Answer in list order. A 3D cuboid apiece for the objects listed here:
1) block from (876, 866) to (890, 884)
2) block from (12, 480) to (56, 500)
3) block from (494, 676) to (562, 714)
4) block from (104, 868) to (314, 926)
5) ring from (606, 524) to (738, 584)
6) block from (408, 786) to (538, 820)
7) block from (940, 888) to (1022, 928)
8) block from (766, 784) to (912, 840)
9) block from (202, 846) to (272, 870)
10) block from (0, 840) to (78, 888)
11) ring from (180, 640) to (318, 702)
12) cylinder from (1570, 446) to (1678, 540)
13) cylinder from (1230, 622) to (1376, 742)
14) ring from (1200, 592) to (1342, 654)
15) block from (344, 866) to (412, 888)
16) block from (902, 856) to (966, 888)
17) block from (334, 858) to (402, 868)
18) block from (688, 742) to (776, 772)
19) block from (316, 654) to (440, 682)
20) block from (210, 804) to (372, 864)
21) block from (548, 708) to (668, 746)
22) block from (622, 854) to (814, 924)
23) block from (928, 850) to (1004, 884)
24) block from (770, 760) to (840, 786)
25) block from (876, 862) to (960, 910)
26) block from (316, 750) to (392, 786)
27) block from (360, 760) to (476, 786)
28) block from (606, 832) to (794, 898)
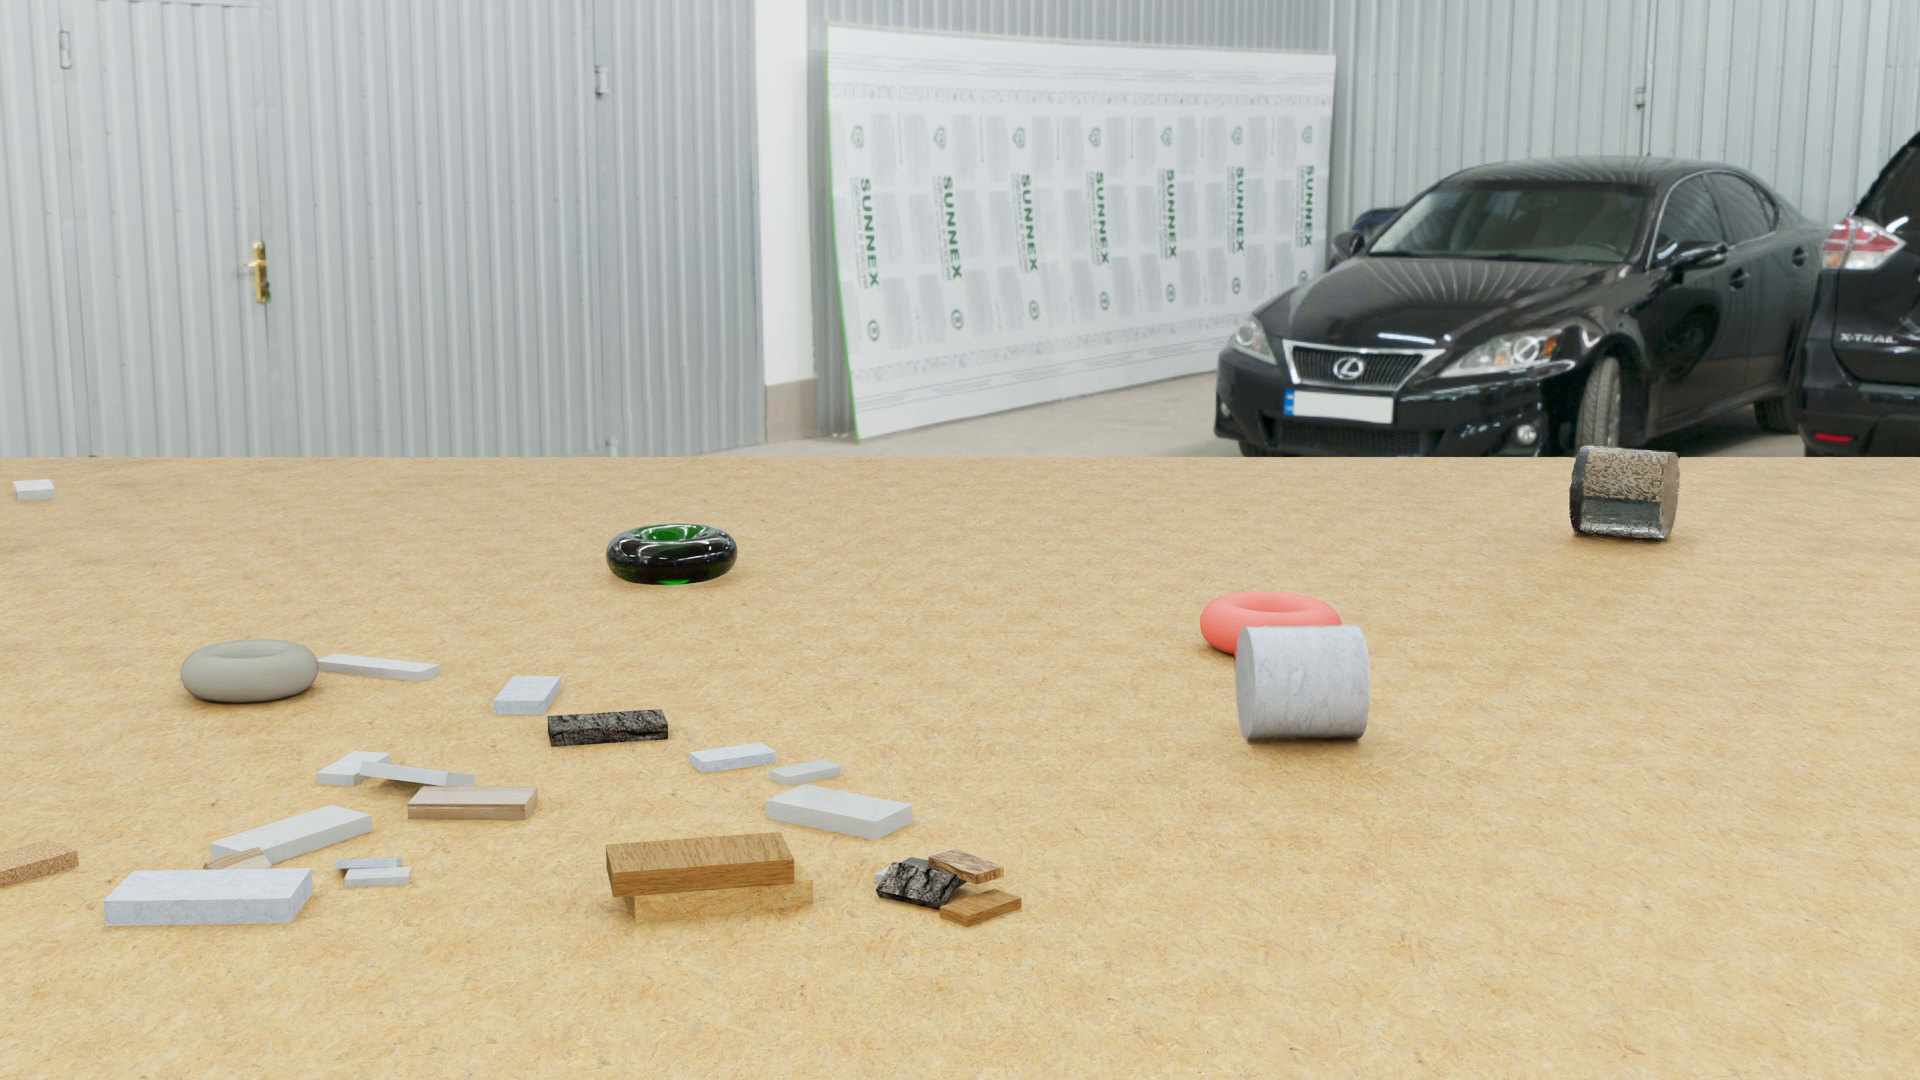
[{"bbox_3d":[-0.075,0.573,3.711,0.122,0.017,0.061,6,12,31],"label":"block"},{"bbox_3d":[-3.241,-0.175,7.697,0.121,0.034,0.241,-5,12,-26],"label":"block"},{"bbox_3d":[-0.963,0.345,4.902,0.109,0.031,0.218,0,11,0],"label":"block"},{"bbox_3d":[-1.225,0.583,3.595,0.293,0.042,0.147,0,11,-3],"label":"block"},{"bbox_3d":[-0.825,0.039,6.298,0.377,0.126,0.377,-1,11,0],"label":"ring"},{"bbox_3d":[-0.910,0.492,4.113,0.218,0.031,0.109,0,11,1],"label":"block"},{"bbox_3d":[0.034,0.598,3.578,0.126,0.018,0.063,-10,15,-44],"label":"block"},{"bbox_3d":[-0.223,0.500,4.057,0.245,0.034,0.121,6,12,31],"label":"block"},{"bbox_3d":[-1.224,0.557,3.730,0.052,0.015,0.103,48,34,22],"label":"block"},{"bbox_3d":[-1.624,0.559,3.759,0.098,0.028,0.195,8,13,37],"label":"block"},{"bbox_3d":[-1.610,0.296,4.986,0.300,0.100,0.300,1,9,0],"label":"ring"},{"bbox_3d":[2.083,-0.148,6.892,0.275,0.275,0.275,6,12,28],"label":"cylinder"},{"bbox_3d":[0.713,0.298,4.595,0.236,0.236,0.236,6,9,-10],"label":"cylinder"},{"bbox_3d":[0.764,0.209,5.407,0.348,0.116,0.348,1,11,0],"label":"ring"},{"bbox_3d":[-0.987,0.571,3.729,0.103,0.015,0.052,-1,11,-8],"label":"block"},{"bbox_3d":[-0.046,0.559,3.693,0.122,0.017,0.061,6,12,30],"label":"block"},{"bbox_3d":[-1.016,0.555,3.778,0.103,0.015,0.052,-1,-6,-5],"label":"block"},{"bbox_3d":[-0.458,0.438,4.427,0.158,0.022,0.079,-5,12,-27],"label":"block"},{"bbox_3d":[-1.371,0.300,5.171,0.296,0.022,0.079,4,11,22],"label":"block"},{"bbox_3d":[-1.188,0.528,3.916,0.109,0.031,0.267,7,13,33],"label":"block"},{"bbox_3d":[-0.742,0.395,4.627,0.241,0.034,0.121,-3,11,-14],"label":"block"},{"bbox_3d":[-0.404,0.574,3.641,0.293,0.042,0.147,-3,11,-17],"label":"block"},{"bbox_3d":[0.010,0.545,3.672,0.061,0.017,0.122,-9,14,-40],"label":"block"},{"bbox_3d":[-0.305,0.458,4.331,0.126,0.018,0.063,-8,13,-36],"label":"block"},{"bbox_3d":[-0.070,0.571,3.635,0.126,0.018,0.063,6,46,31],"label":"block"},{"bbox_3d":[-1.199,0.452,4.353,0.079,0.022,0.158,2,11,12],"label":"block"},{"bbox_3d":[-1.047,0.454,4.245,0.195,0.028,0.098,4,-8,21],"label":"block"},{"bbox_3d":[-0.430,0.534,3.628,0.293,0.042,0.147,-2,11,-13],"label":"block"}]
